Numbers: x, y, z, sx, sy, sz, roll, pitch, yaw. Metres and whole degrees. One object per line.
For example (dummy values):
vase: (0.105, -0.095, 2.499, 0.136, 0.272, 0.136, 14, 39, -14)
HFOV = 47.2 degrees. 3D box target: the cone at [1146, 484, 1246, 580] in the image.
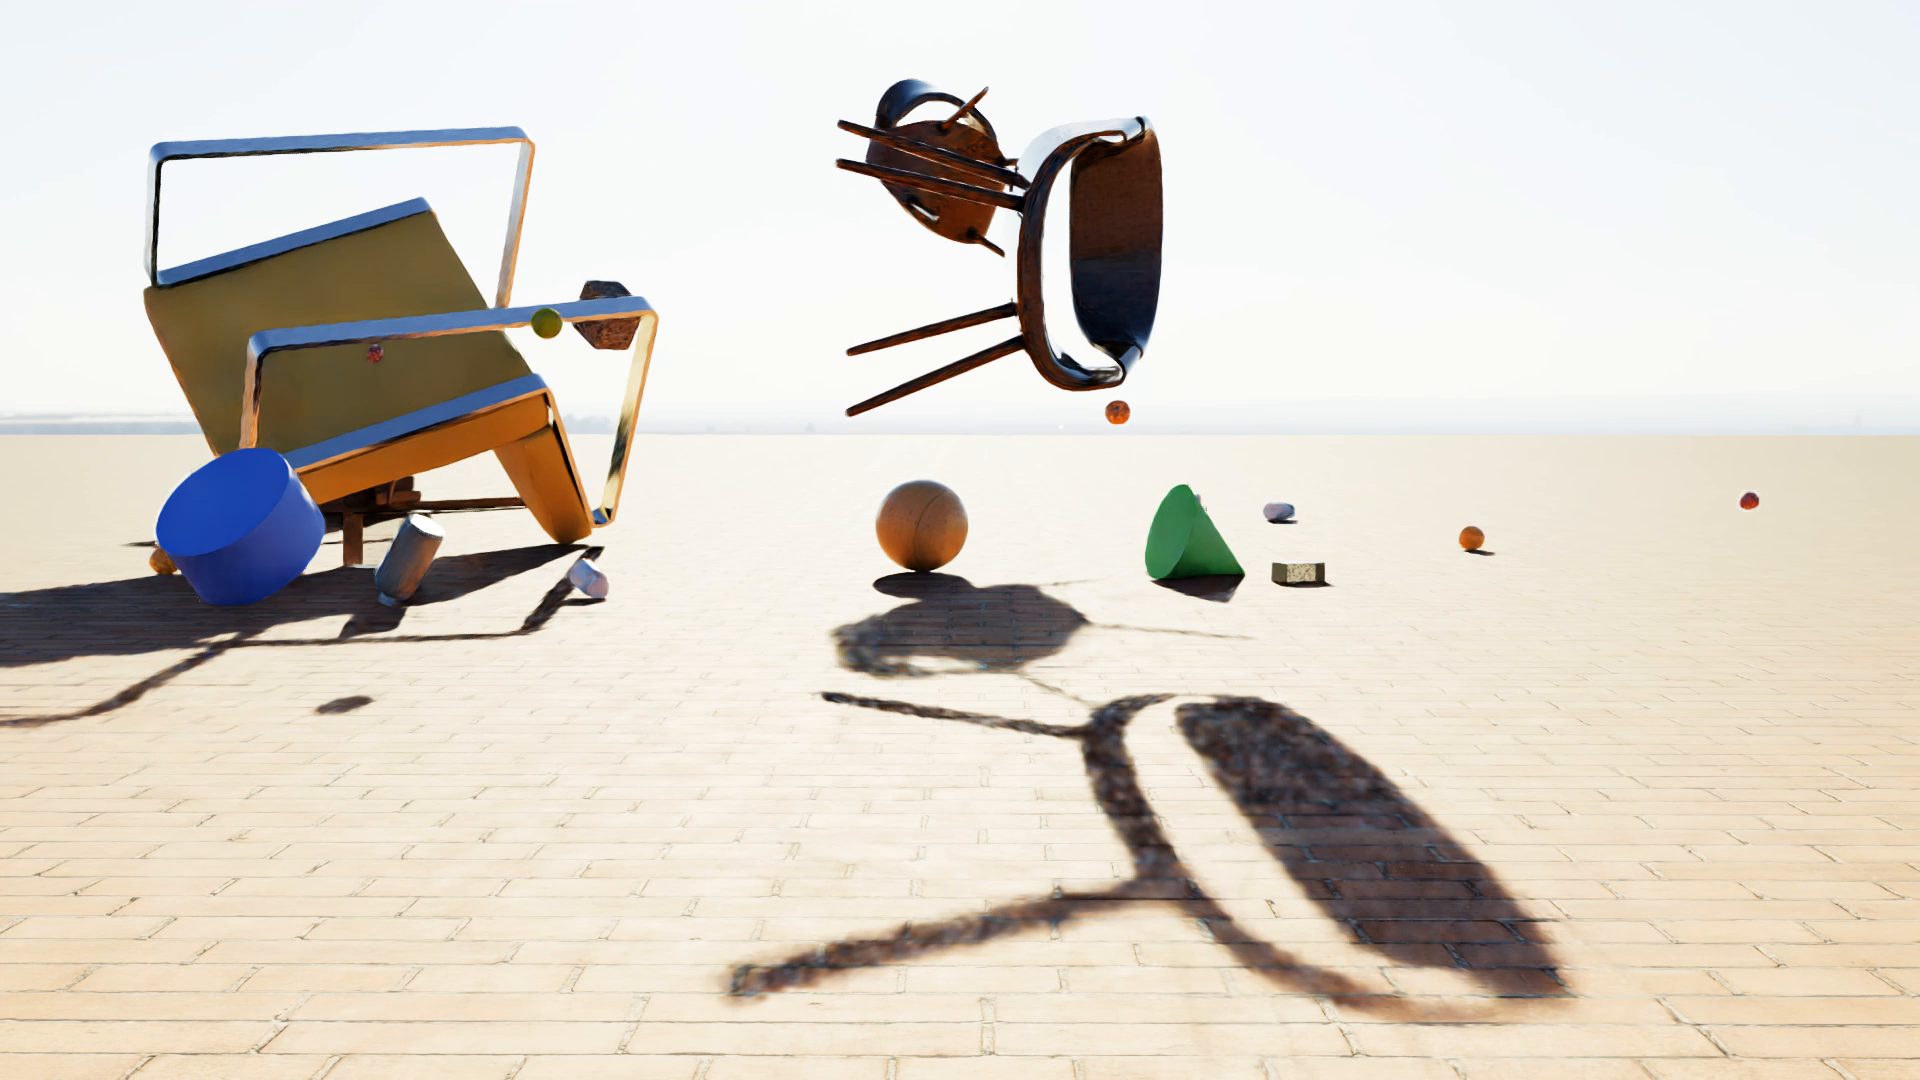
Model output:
cone: (0.596, 0.031, 5.279, 0.256, 0.251, 0.159, 28, -25, -29)

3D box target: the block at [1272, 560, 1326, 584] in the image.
block: (0.789, 0.074, 5.132, 0.105, 0.045, 0.066, -2, 4, -26)

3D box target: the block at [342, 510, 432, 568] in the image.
block: (-1.460, -0.004, 5.610, 0.189, 0.136, 0.109, -4, 5, -42)

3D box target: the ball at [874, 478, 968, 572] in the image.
ball: (-0.094, -0.037, 5.397, 0.232, 0.232, 0.232, 0, 4, 0)

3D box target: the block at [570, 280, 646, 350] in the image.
block: (-1.244, -0.794, 7.760, 0.149, 0.177, 0.176, -4, 40, -47)

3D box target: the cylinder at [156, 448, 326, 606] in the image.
cylinder: (-1.508, -0.028, 4.615, 0.298, 0.157, 0.318, -12, 43, 11)
